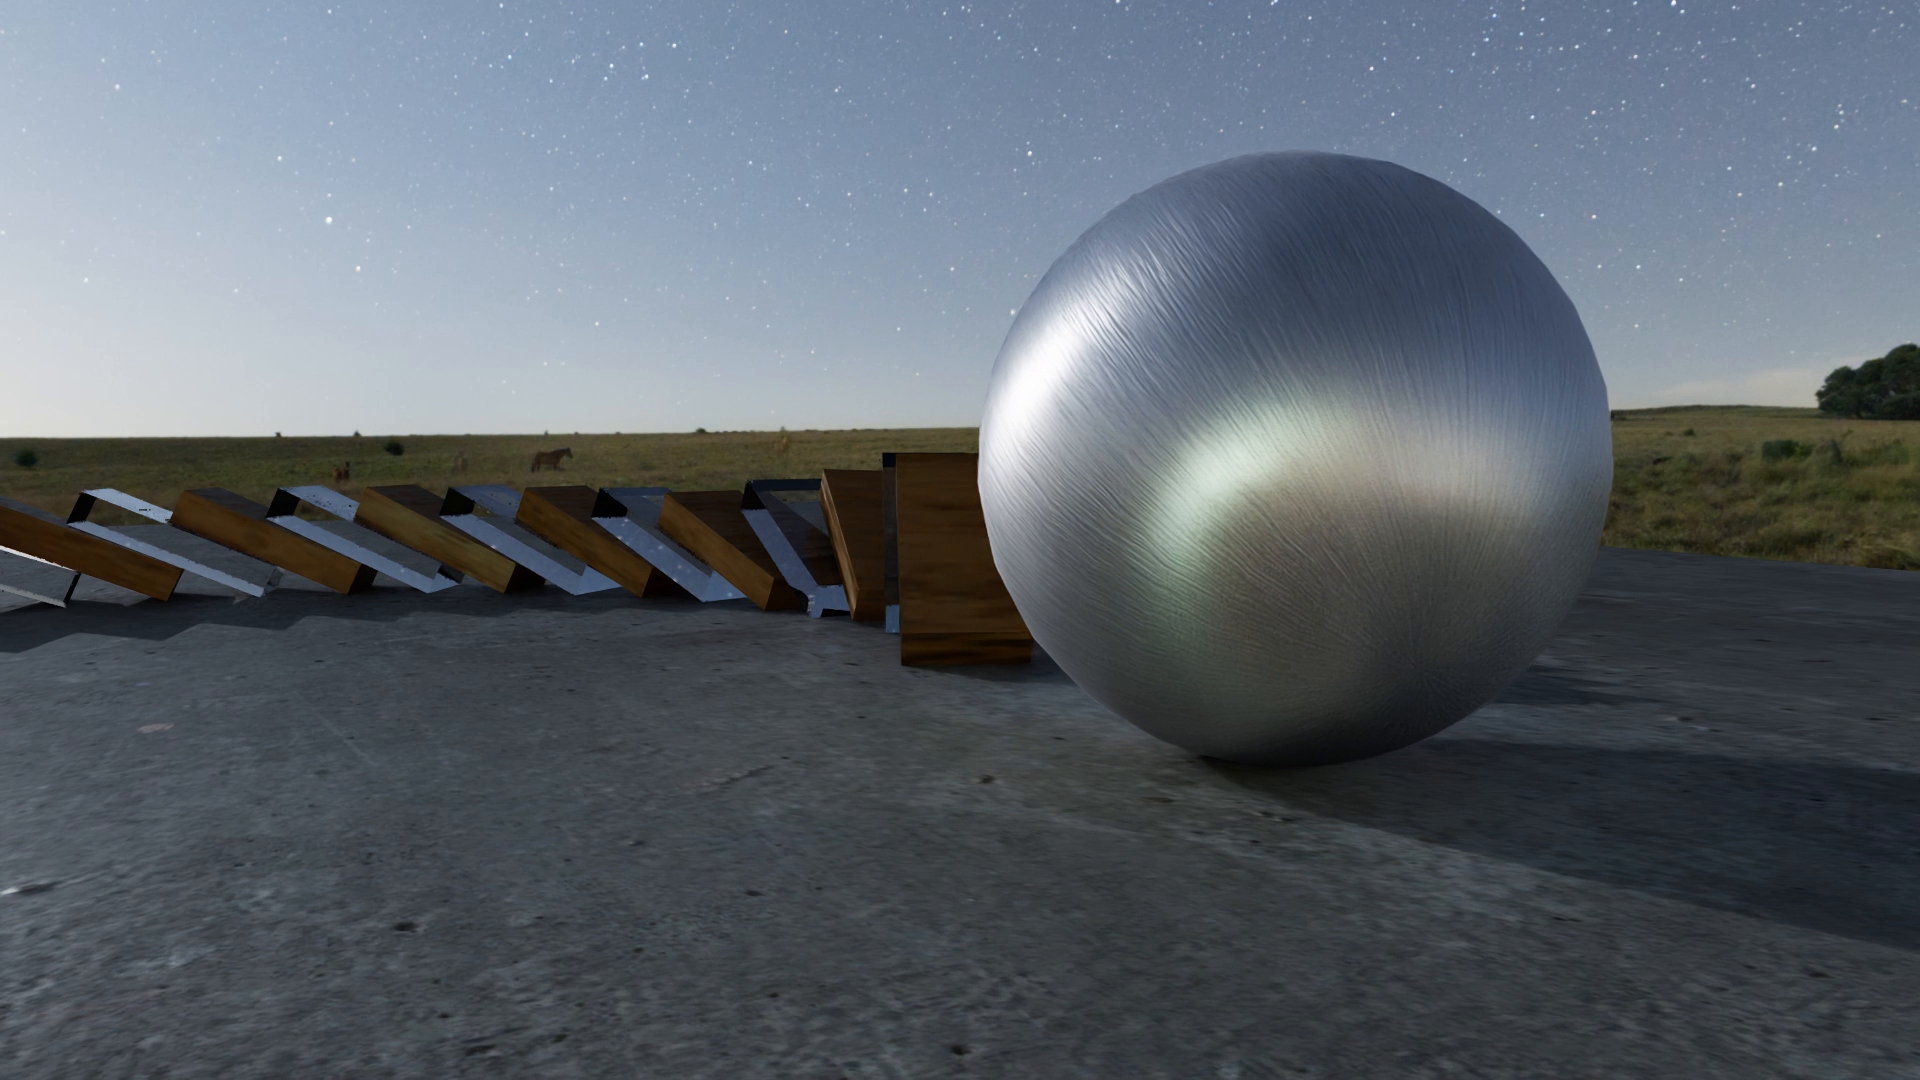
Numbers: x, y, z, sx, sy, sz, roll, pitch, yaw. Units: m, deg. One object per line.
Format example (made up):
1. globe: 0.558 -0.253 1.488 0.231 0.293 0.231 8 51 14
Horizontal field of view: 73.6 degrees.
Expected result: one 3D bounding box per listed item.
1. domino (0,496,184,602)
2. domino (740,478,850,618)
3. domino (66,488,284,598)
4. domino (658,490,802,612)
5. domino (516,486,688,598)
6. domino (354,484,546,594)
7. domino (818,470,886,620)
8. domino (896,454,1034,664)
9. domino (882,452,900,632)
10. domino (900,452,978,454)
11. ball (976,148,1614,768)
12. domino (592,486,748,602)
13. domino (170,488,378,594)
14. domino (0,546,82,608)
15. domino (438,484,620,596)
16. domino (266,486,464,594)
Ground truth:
1. domino: -0.238 0.002 0.346 0.050 0.010 0.025 26 -8 -27
2. domino: -0.036 0.001 0.335 0.025 0.009 0.050 -3 35 -32
3. domino: -0.218 0.001 0.360 0.050 0.010 0.025 25 -4 -19
4. domino: -0.057 0.002 0.349 0.050 0.010 0.025 34 25 35
5. domino: -0.101 0.000 0.372 0.050 0.010 0.025 29 15 21
6. domino: -0.148 -0.001 0.379 0.050 0.009 0.025 26 7 5
7. domino: -0.019 0.000 0.322 0.025 0.009 0.050 1 37 -18
8. domino: 0.000 0.003 0.262 0.025 0.009 0.050 0 46 -4
9. domino: -0.006 0.000 0.305 0.025 0.009 0.050 0 46 -4
10. domino: -0.001 0.001 0.291 0.025 0.010 0.050 0 46 -4
11. ball: 0.042 -0.010 0.171 0.080 0.080 0.080 0 4 0
12. domino: -0.078 0.000 0.363 0.050 0.009 0.025 32 20 30
13. domino: -0.196 0.000 0.370 0.050 0.010 0.025 25 0 -11
14. domino: -0.257 0.004 0.330 0.050 0.009 0.025 25 -12 -35
15. domino: -0.124 -0.001 0.377 0.050 0.009 0.025 28 12 14
16. domino: -0.172 -0.001 0.376 0.050 0.010 0.025 25 4 -3
